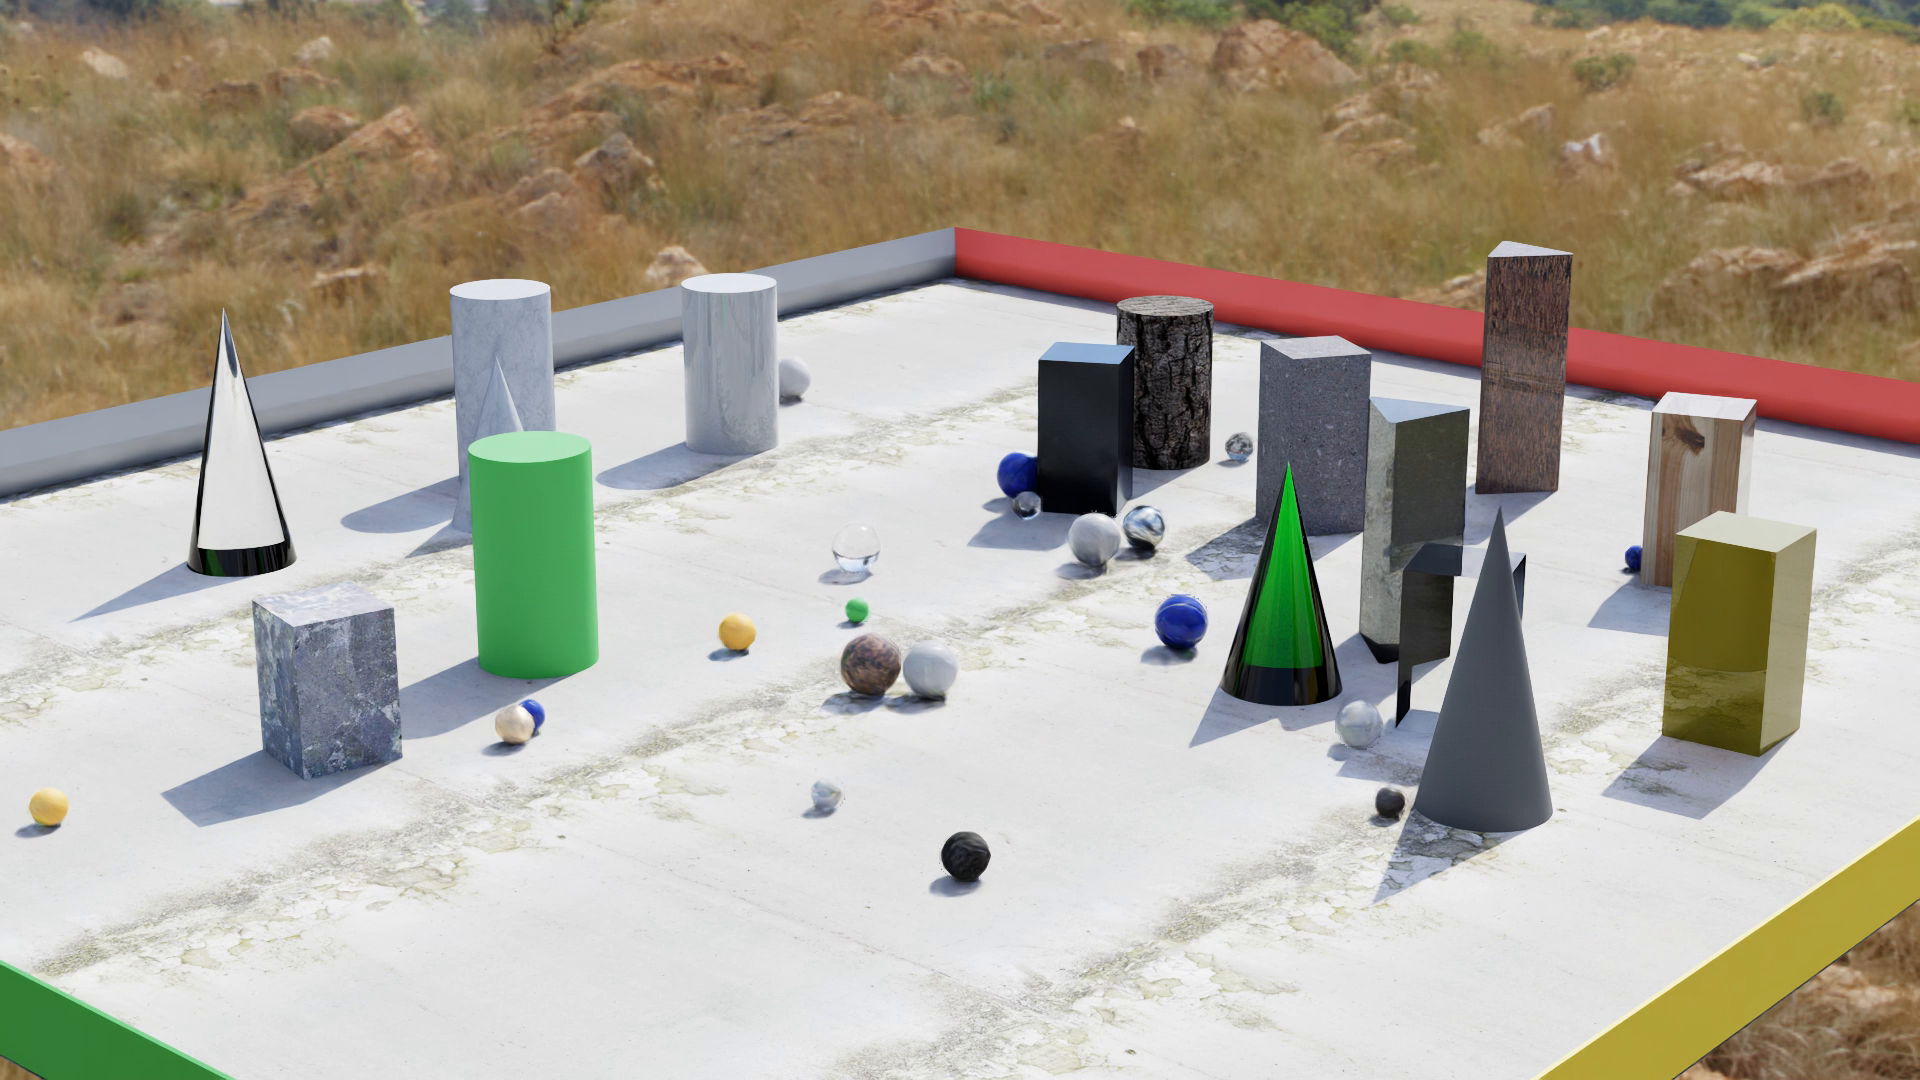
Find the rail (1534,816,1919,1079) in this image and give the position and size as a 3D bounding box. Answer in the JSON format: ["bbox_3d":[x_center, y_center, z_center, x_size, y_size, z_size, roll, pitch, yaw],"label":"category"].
[{"bbox_3d":[1.360,0.373,3.990,0.045,0.127,4.157,14,22,39],"label":"rail"}]

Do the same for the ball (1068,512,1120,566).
[{"bbox_3d":[0.242,-0.002,5.289,0.096,0.096,0.096,0,17,0],"label":"ball"}]

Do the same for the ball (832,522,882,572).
[{"bbox_3d":[-0.186,0.013,5.252,0.089,0.089,0.089,0,17,0],"label":"ball"}]

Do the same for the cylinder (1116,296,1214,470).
[{"bbox_3d":[0.414,-0.321,5.963,0.195,0.318,0.195,0,17,0],"label":"cylinder"}]

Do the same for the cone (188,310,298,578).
[{"bbox_3d":[-1.303,-0.188,5.255,0.195,0.472,0.195,0,17,0],"label":"cone"}]

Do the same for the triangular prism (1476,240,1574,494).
[{"bbox_3d":[1.083,-0.341,5.761,0.169,0.473,0.147,-3,17,-9],"label":"triangular prism"}]

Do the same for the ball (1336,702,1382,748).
[{"bbox_3d":[0.601,0.277,4.410,0.069,0.069,0.069,0,17,0],"label":"ball"}]

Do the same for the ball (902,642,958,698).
[{"bbox_3d":[-0.047,0.204,4.619,0.088,0.088,0.088,0,17,0],"label":"ball"}]

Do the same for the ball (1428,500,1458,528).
[{"bbox_3d":[0.908,-0.048,5.513,0.055,0.055,0.055,0,17,0],"label":"ball"}]

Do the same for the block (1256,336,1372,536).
[{"bbox_3d":[0.661,-0.195,5.502,0.156,0.342,0.156,-5,17,-16],"label":"block"}]

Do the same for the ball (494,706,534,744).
[{"bbox_3d":[-0.672,0.279,4.421,0.059,0.059,0.059,0,17,0],"label":"ball"}]

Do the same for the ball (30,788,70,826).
[{"bbox_3d":[-1.279,0.374,4.116,0.053,0.053,0.053,0,17,0],"label":"ball"}]

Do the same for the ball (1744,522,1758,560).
[{"bbox_3d":[1.404,0.000,5.309,0.080,0.080,0.080,0,17,0],"label":"ball"}]

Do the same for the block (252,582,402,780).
[{"bbox_3d":[-0.939,0.207,4.355,0.156,0.236,0.156,-11,20,-33],"label":"block"}]

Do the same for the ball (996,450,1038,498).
[{"bbox_3d":[0.119,-0.126,5.699,0.097,0.097,0.097,0,17,0],"label":"ball"}]

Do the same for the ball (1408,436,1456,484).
[{"bbox_3d":[0.936,-0.159,5.816,0.092,0.092,0.092,0,17,0],"label":"ball"}]

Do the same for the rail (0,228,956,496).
[{"bbox_3d":[-1.360,-0.309,6.250,0.045,0.127,4.157,14,22,39],"label":"rail"}]

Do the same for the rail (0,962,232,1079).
[{"bbox_3d":[-1.347,0.480,3.635,3.649,0.127,0.045,14,22,39],"label":"rail"}]

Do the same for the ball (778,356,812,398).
[{"bbox_3d":[-0.374,-0.358,6.478,0.092,0.092,0.092,0,17,0],"label":"ball"}]

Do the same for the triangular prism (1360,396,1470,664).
[{"bbox_3d":[0.716,-0.024,4.825,0.169,0.406,0.147,-11,20,-32],"label":"triangular prism"}]

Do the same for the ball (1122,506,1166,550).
[{"bbox_3d":[0.338,-0.023,5.383,0.081,0.081,0.081,0,17,0],"label":"ball"}]

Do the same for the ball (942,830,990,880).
[{"bbox_3d":[0.008,0.423,3.931,0.066,0.066,0.066,0,17,0],"label":"ball"}]

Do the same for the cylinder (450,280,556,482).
[{"bbox_3d":[-0.903,-0.309,5.810,0.195,0.383,0.195,0,17,0],"label":"cylinder"}]

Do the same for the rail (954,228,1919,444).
[{"bbox_3d":[1.347,-0.416,6.605,3.649,0.127,0.045,14,22,39],"label":"rail"}]

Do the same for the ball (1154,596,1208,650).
[{"bbox_3d":[0.365,0.136,4.841,0.090,0.090,0.090,0,17,0],"label":"ball"}]

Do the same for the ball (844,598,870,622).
[{"bbox_3d":[-0.175,0.119,4.982,0.042,0.042,0.042,0,17,0],"label":"ball"}]

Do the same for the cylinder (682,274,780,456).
[{"bbox_3d":[-0.474,-0.365,6.069,0.195,0.340,0.195,0,17,0],"label":"cylinder"}]

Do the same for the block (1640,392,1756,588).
[{"bbox_3d":[1.306,-0.085,5.187,0.156,0.314,0.156,7,18,22],"label":"block"}]

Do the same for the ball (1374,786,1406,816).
[{"bbox_3d":[0.608,0.370,4.147,0.043,0.043,0.043,0,17,0],"label":"ball"}]

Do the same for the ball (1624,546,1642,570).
[{"bbox_3d":[1.216,0.031,5.269,0.044,0.044,0.044,0,17,0],"label":"ball"}]

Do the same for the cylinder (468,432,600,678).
[{"bbox_3d":[-0.689,0.023,4.750,0.195,0.360,0.195,0,17,0],"label":"cylinder"}]

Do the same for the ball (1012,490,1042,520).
[{"bbox_3d":[0.128,-0.066,5.572,0.055,0.055,0.055,0,17,0],"label":"ball"}]

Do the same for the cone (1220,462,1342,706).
[{"bbox_3d":[0.513,0.054,4.627,0.195,0.371,0.195,0,17,0],"label":"cone"}]

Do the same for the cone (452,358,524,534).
[{"bbox_3d":[-0.866,-0.191,5.522,0.195,0.323,0.195,0,17,0],"label":"cone"}]

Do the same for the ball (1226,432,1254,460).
[{"bbox_3d":[0.569,-0.190,5.979,0.057,0.057,0.057,0,17,0],"label":"ball"}]

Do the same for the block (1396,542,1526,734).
[{"bbox_3d":[0.768,0.155,4.495,0.156,0.254,0.156,6,18,21],"label":"block"}]

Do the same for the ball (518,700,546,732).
[{"bbox_3d":[-0.657,0.269,4.473,0.049,0.049,0.049,0,17,0],"label":"ball"}]

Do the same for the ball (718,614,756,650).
[{"bbox_3d":[-0.367,0.152,4.839,0.062,0.062,0.062,0,17,0],"label":"ball"}]

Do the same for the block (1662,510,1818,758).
[{"bbox_3d":[1.177,0.140,4.432,0.156,0.320,0.156,12,21,35],"label":"block"}]

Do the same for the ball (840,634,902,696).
[{"bbox_3d":[-0.142,0.197,4.626,0.098,0.098,0.098,0,17,0],"label":"ball"}]

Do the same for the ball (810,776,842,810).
[{"bbox_3d":[-0.190,0.360,4.175,0.046,0.046,0.046,0,17,0],"label":"ball"}]

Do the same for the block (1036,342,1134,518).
[{"bbox_3d":[0.242,-0.214,5.641,0.156,0.299,0.156,4,17,14],"label":"block"}]

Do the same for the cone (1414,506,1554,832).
[{"bbox_3d":[0.748,0.165,4.122,0.195,0.451,0.195,0,17,0],"label":"cone"}]
